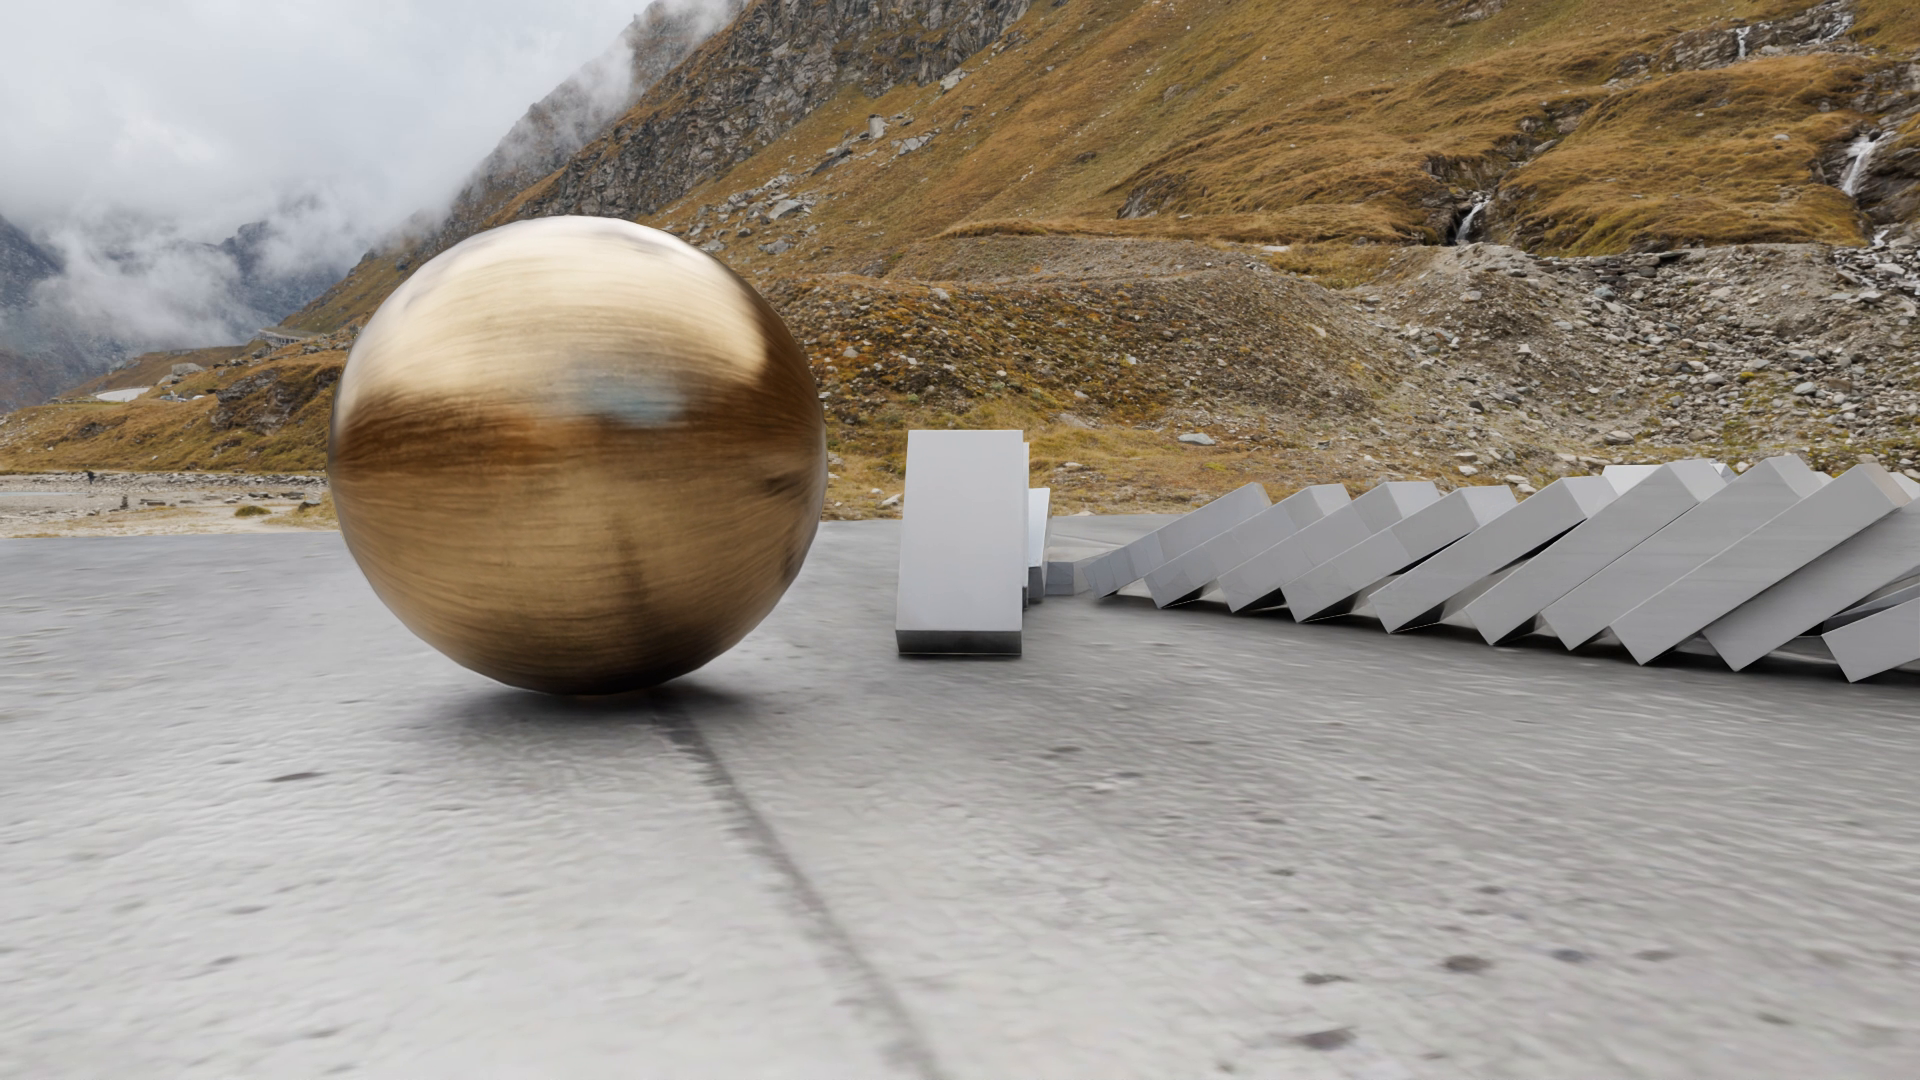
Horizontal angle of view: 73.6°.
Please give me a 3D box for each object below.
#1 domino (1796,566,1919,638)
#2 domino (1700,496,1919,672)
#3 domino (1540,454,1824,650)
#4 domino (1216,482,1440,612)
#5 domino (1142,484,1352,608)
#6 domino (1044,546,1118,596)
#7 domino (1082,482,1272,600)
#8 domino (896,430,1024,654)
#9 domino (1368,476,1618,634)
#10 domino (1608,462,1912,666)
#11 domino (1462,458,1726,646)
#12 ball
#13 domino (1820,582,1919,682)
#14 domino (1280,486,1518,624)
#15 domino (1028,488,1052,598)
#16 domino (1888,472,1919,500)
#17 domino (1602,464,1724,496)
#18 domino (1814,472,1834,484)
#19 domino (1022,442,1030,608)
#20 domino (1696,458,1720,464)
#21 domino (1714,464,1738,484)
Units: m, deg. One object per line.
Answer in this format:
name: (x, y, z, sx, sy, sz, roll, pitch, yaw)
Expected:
domino: (0.189, 0.008, 0.262, 0.025, 0.010, 0.050, -1, -21, -15)
domino: (0.165, 0.005, 0.235, 0.025, 0.009, 0.050, -5, -33, -47)
domino: (0.143, 0.003, 0.253, 0.025, 0.010, 0.050, -6, -32, -46)
domino: (0.090, 0.002, 0.311, 0.025, 0.009, 0.050, -3, -25, -46)
domino: (0.074, 0.002, 0.329, 0.050, 0.010, 0.025, -32, -14, 32)
domino: (0.029, 0.009, 0.387, 0.025, 0.009, 0.050, 2, 5, 21)
domino: (0.059, 0.000, 0.345, 0.050, 0.009, 0.025, -28, -7, 17)
domino: (0.001, 0.000, 0.270, 0.025, 0.050, 0.009, 0, -33, 3)
domino: (0.118, 0.004, 0.282, 0.025, 0.009, 0.050, -4, -28, -44)
domino: (0.151, 0.005, 0.243, 0.025, 0.009, 0.050, -5, -33, -48)
domino: (0.132, 0.003, 0.266, 0.025, 0.009, 0.050, -6, -32, -45)
ball: (-0.062, -0.014, 0.217, 0.080, 0.080, 0.080, 0, 4, 0)
domino: (0.182, 0.009, 0.226, 0.050, 0.009, 0.025, -33, -15, 33)
domino: (0.102, 0.004, 0.298, 0.025, 0.010, 0.050, -4, -24, -44)
domino: (0.012, 0.000, 0.365, 0.025, 0.009, 0.050, -3, 26, 8)
domino: (0.251, 0.001, 0.322, 0.025, 0.010, 0.050, -3, 37, -34)
domino: (0.178, 0.000, 0.310, 0.050, 0.009, 0.025, 39, -18, -28)
domino: (0.239, 0.000, 0.335, 0.025, 0.009, 0.050, -3, 38, -34)
domino: (0.006, -0.005, 0.344, 0.025, 0.050, 0.009, 0, -39, 3)
domino: (0.214, -0.002, 0.337, 0.050, 0.009, 0.025, 41, 16, 14)
domino: (0.192, 0.000, 0.320, 0.050, 0.009, 0.025, 36, -12, -19)
